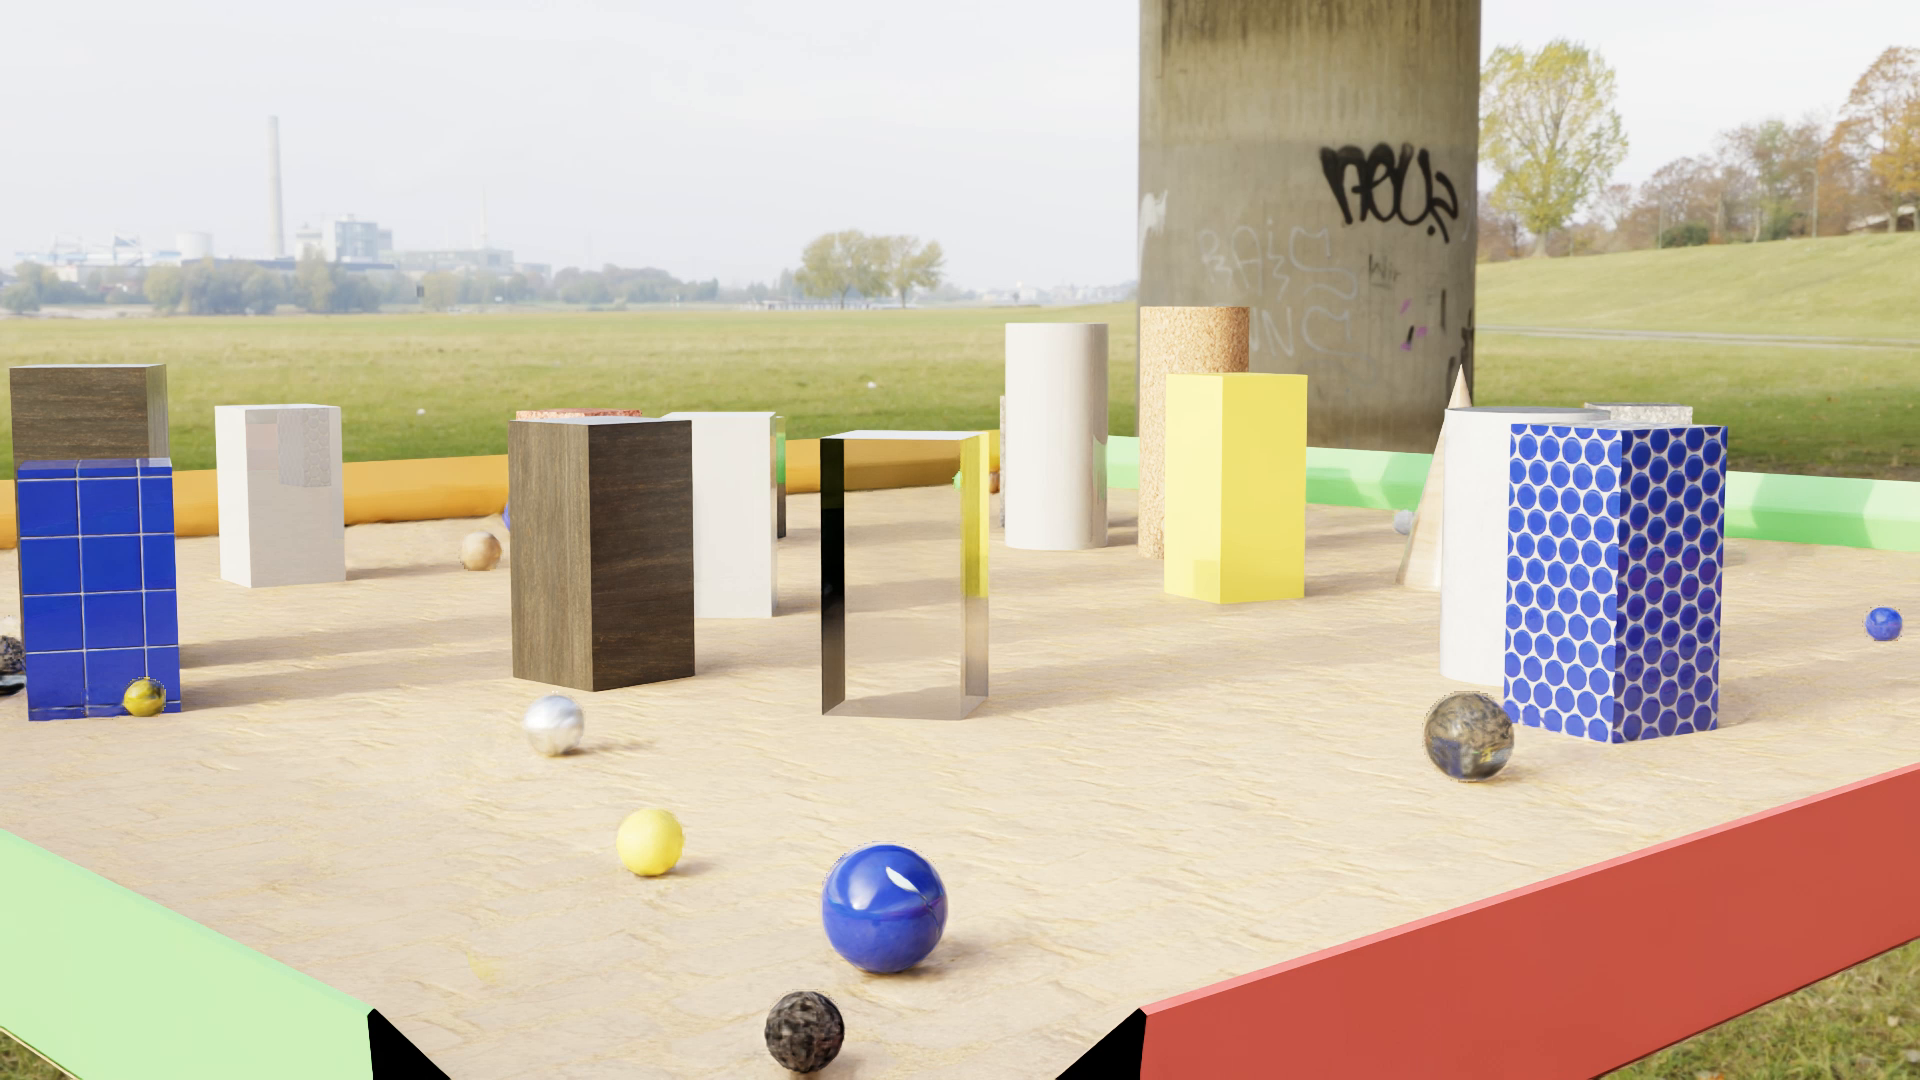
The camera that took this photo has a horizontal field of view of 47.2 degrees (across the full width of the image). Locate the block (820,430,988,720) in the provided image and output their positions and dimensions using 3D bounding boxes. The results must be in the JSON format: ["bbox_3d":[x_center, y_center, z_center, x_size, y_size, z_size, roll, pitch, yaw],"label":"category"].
[{"bbox_3d":[-0.060,0.035,2.465,0.156,0.306,0.156,1,6,12],"label":"block"}]

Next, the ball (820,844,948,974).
[{"bbox_3d":[-0.051,0.248,1.482,0.086,0.086,0.086,0,6,0],"label":"ball"}]

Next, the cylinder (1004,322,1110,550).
[{"bbox_3d":[0.183,-0.200,4.160,0.195,0.419,0.195,0,6,0],"label":"cylinder"}]

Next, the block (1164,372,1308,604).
[{"bbox_3d":[0.428,-0.085,3.427,0.156,0.344,0.156,-3,7,-27],"label":"block"}]

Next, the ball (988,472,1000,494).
[{"bbox_3d":[0.080,-0.138,5.312,0.055,0.055,0.055,0,6,0],"label":"ball"}]

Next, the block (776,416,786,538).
[{"bbox_3d":[-0.443,-0.119,4.266,0.156,0.236,0.156,2,6,21],"label":"block"}]

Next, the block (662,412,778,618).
[{"bbox_3d":[-0.353,-0.040,3.251,0.156,0.291,0.156,0,6,-1],"label":"block"}]

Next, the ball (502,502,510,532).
[{"bbox_3d":[-0.846,-0.045,4.280,0.086,0.086,0.086,0,6,0],"label":"ball"}]

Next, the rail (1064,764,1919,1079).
[{"bbox_3d":[1.188,0.167,2.051,3.568,0.127,0.045,-5,8,-42],"label":"rail"}]

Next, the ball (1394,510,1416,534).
[{"bbox_3d":[0.885,-0.035,4.364,0.049,0.049,0.049,0,6,0],"label":"ball"}]

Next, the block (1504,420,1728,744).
[{"bbox_3d":[0.698,0.038,2.349,0.156,0.323,0.156,-4,7,-30],"label":"block"}]

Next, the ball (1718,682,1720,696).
[{"bbox_3d":[0.798,0.162,2.408,0.064,0.064,0.064,0,6,0],"label":"ball"}]

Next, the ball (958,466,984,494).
[{"bbox_3d":[0.028,-0.146,5.355,0.064,0.064,0.064,0,6,0],"label":"ball"}]

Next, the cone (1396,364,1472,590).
[{"bbox_3d":[0.810,-0.107,3.571,0.195,0.357,0.195,0,6,0],"label":"cone"}]

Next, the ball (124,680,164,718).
[{"bbox_3d":[-0.892,0.174,2.404,0.042,0.042,0.042,0,6,0],"label":"ball"}]

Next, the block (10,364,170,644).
[{"bbox_3d":[-1.081,-0.030,2.754,0.156,0.375,0.156,-1,6,-11],"label":"block"}]

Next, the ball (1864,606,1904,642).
[{"bbox_3d":[1.242,0.113,2.955,0.048,0.048,0.048,0,6,0],"label":"ball"}]

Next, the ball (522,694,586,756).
[{"bbox_3d":[-0.406,0.185,2.202,0.061,0.061,0.061,0,6,0],"label":"ball"}]

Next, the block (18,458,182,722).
[{"bbox_3d":[-0.964,0.051,2.470,0.156,0.273,0.156,-2,6,-20],"label":"block"}]

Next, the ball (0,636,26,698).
[{"bbox_3d":[-1.104,0.145,2.528,0.072,0.072,0.072,0,6,0],"label":"ball"}]

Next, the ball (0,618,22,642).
[{"bbox_3d":[-1.184,0.126,2.738,0.057,0.057,0.057,0,6,0],"label":"ball"}]

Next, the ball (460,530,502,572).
[{"bbox_3d":[-0.817,0.019,3.751,0.069,0.069,0.069,0,6,0],"label":"ball"}]

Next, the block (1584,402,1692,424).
[{"bbox_3d":[1.172,-0.095,3.819,0.156,0.281,0.156,1,6,8],"label":"block"}]

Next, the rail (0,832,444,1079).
[{"bbox_3d":[-1.294,0.157,2.145,0.045,0.127,3.552,-5,8,-42],"label":"rail"}]

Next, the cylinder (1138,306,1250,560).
[{"bbox_3d":[0.423,-0.196,3.982,0.195,0.449,0.195,0,6,0],"label":"cylinder"}]

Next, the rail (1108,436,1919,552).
[{"bbox_3d":[1.294,-0.091,4.519,0.045,0.127,3.552,-5,8,-42],"label":"rail"}]

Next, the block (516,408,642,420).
[{"bbox_3d":[-0.677,-0.098,3.924,0.156,0.266,0.156,4,7,31],"label":"block"}]

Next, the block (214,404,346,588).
[{"bbox_3d":[-1.119,-0.076,3.620,0.156,0.286,0.156,-4,7,-35],"label":"block"}]

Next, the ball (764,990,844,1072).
[{"bbox_3d":[-0.091,0.288,1.289,0.047,0.047,0.047,0,6,0],"label":"ball"}]

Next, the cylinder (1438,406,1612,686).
[{"bbox_3d":[0.686,0.004,2.678,0.195,0.324,0.195,0,6,0],"label":"cylinder"}]

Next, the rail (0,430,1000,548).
[{"bbox_3d":[-1.188,-0.101,4.613,3.568,0.127,0.045,-5,8,-42],"label":"rail"}]

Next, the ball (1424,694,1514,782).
[{"bbox_3d":[0.481,0.187,2.079,0.084,0.084,0.084,0,6,0],"label":"ball"}]

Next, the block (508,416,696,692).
[{"bbox_3d":[-0.433,0.011,2.660,0.156,0.312,0.156,5,8,42],"label":"block"}]

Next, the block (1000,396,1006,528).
[{"bbox_3d":[0.192,-0.160,4.498,0.156,0.270,0.156,5,8,41],"label":"block"}]

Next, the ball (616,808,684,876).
[{"bbox_3d":[-0.244,0.238,1.735,0.053,0.053,0.053,0,6,0],"label":"ball"}]
